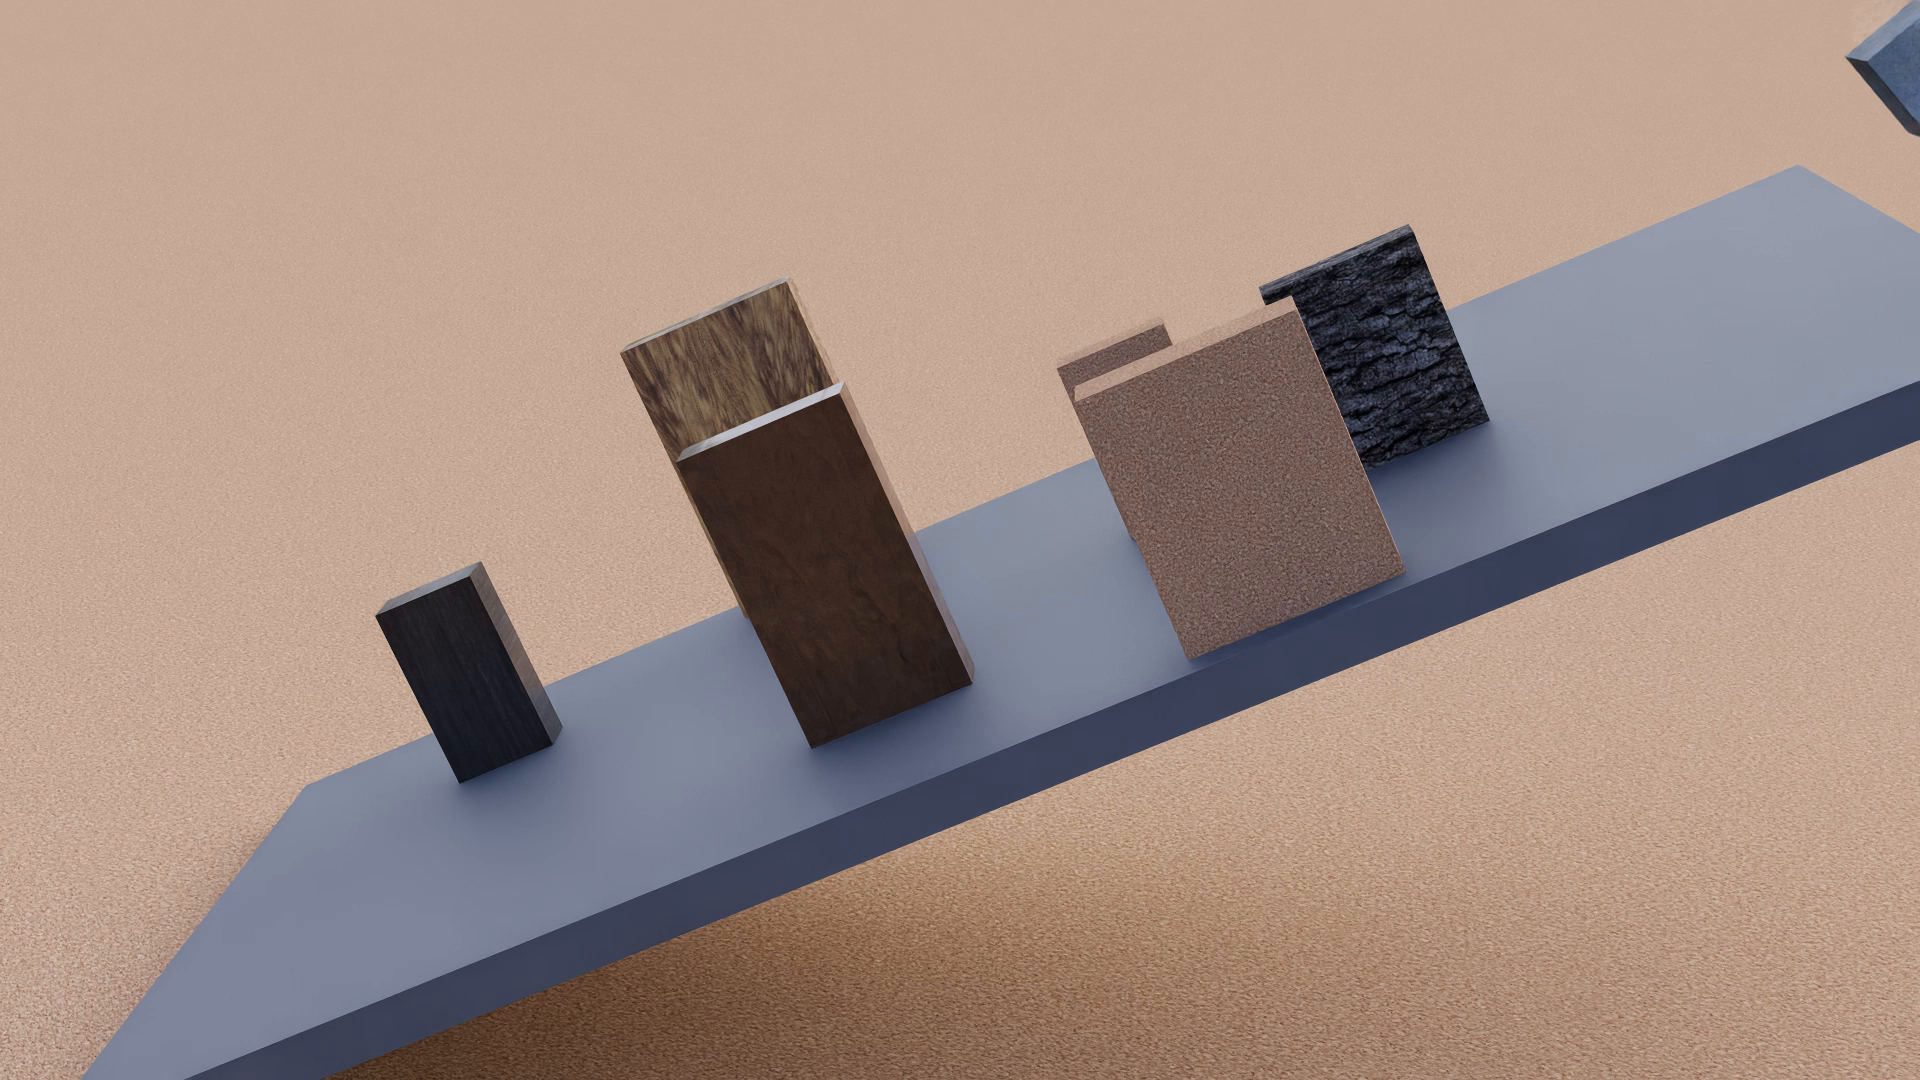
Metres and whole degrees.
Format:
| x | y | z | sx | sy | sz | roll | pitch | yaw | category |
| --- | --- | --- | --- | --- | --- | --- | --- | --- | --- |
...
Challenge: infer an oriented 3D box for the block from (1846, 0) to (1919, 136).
| x | y | z | sx | sy | sz | roll | pitch | yaw | category |
| --- | --- | --- | --- | --- | --- | --- | --- | --- | --- |
| 1.867 | -0.917 | 5.662 | 0.199 | 0.199 | 0.199 | -41 | 6 | 11 | block |

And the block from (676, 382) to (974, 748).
| x | y | z | sx | sy | sz | roll | pitch | yaw | category |
| --- | --- | --- | --- | --- | --- | --- | --- | --- | --- |
| -0.261 | 0.051 | 5.805 | 0.350 | 0.636 | 0.116 | -23 | 13 | 8 | block |

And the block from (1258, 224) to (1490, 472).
| x | y | z | sx | sy | sz | roll | pitch | yaw | category |
| --- | --- | --- | --- | --- | --- | --- | --- | --- | --- |
| 0.846 | -0.381 | 6.014 | 0.329 | 0.423 | 0.099 | -23 | 13 | 8 | block |

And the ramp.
| x | y | z | sx | sy | sz | roll | pitch | yaw | category |
| --- | --- | --- | --- | --- | --- | --- | --- | --- | --- |
| 0.131 | 0.171 | 6.285 | 4.000 | 0.100 | 2.000 | -23 | 13 | 8 | ramp |

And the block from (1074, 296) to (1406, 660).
| x | y | z | sx | sy | sz | roll | pitch | yaw | category |
| --- | --- | --- | --- | --- | --- | --- | --- | --- | --- |
| 0.505 | -0.111 | 5.316 | 0.423 | 0.521 | 0.138 | -23 | 13 | 8 | block |

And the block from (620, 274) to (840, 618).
| x | y | z | sx | sy | sz | roll | pitch | yaw | category |
| --- | --- | --- | --- | --- | --- | --- | --- | --- | --- |
| -0.464 | -0.223 | 7.114 | 0.439 | 0.718 | 0.105 | -23 | 13 | 8 | block |

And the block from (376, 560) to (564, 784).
| x | y | z | sx | sy | sz | roll | pitch | yaw | category |
| --- | --- | --- | --- | --- | --- | --- | --- | --- | --- |
| -1.138 | 0.307 | 6.831 | 0.244 | 0.441 | 0.131 | -23 | 13 | 8 | block |

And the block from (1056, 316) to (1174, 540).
| x | y | z | sx | sy | sz | roll | pitch | yaw | category |
| --- | --- | --- | --- | --- | --- | --- | --- | --- | --- |
| 0.401 | -0.241 | 6.300 | 0.245 | 0.408 | 0.099 | -23 | 13 | 8 | block |
